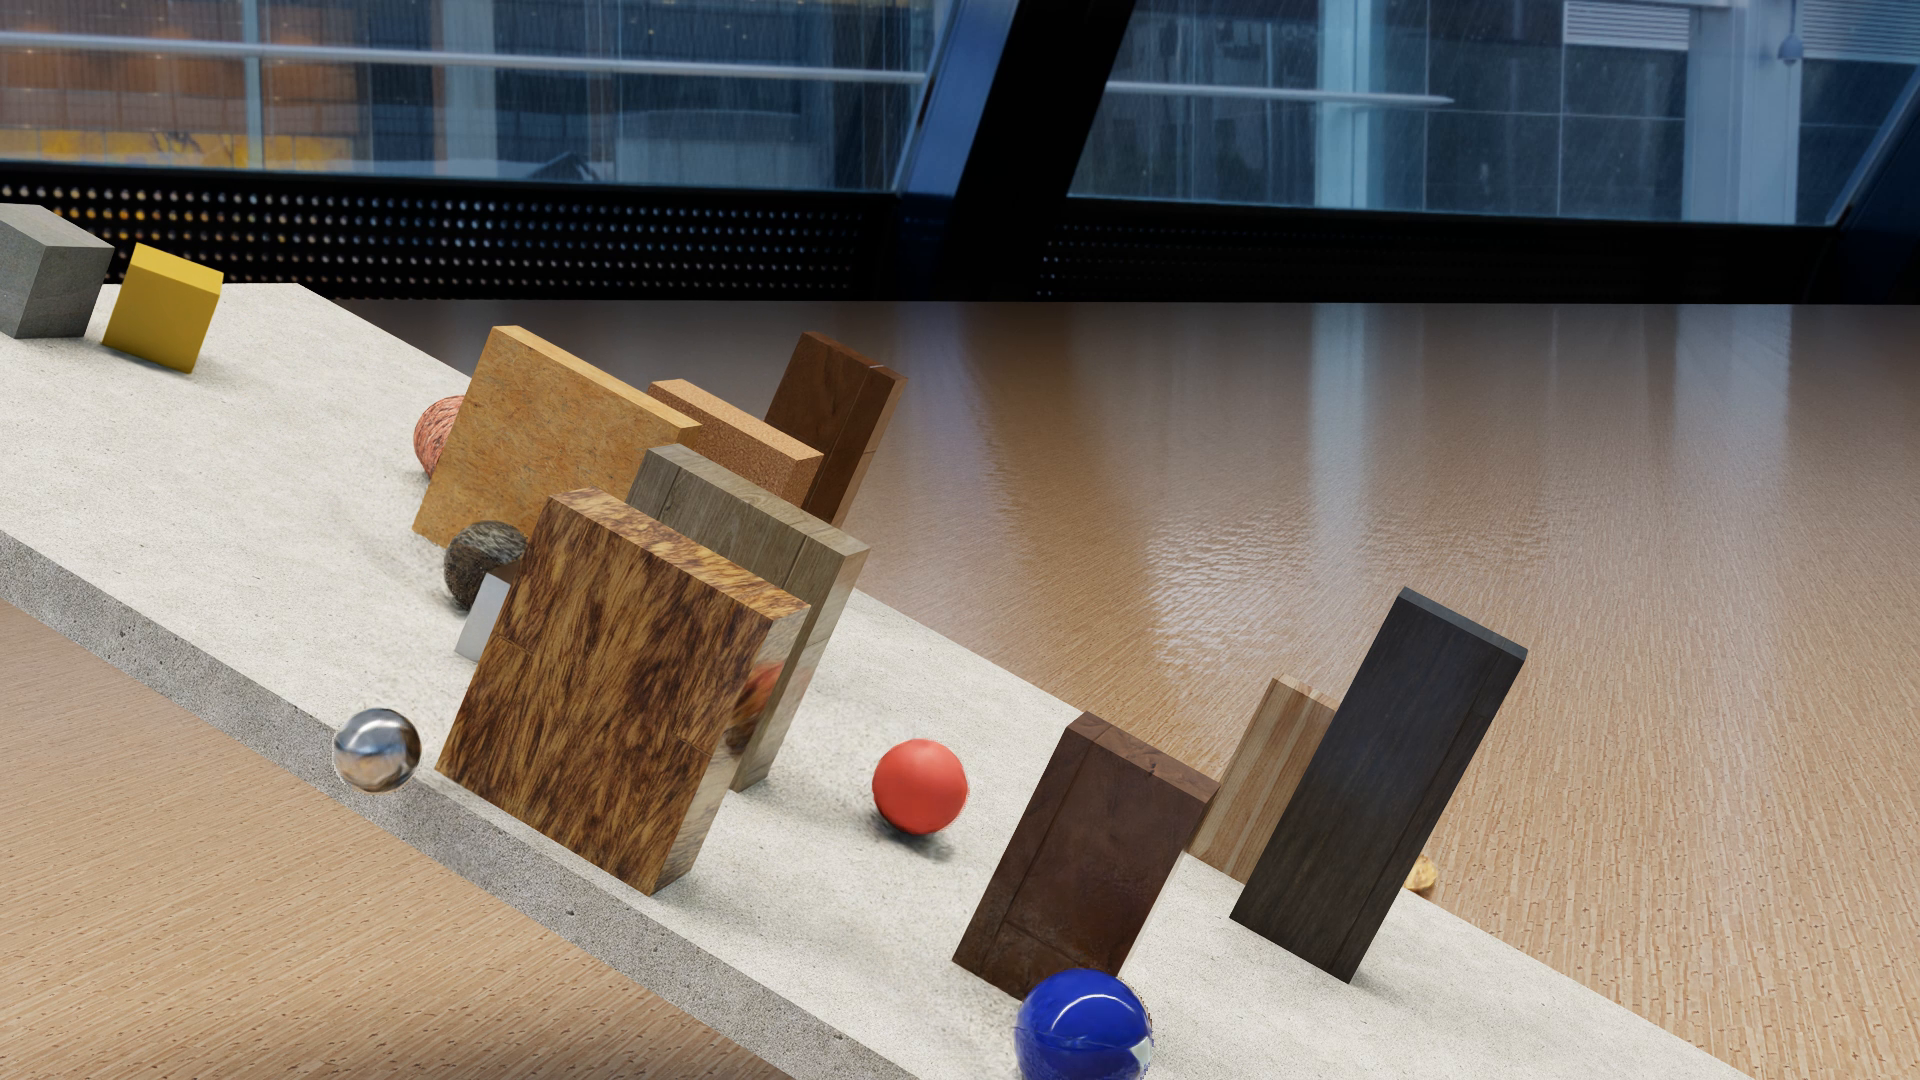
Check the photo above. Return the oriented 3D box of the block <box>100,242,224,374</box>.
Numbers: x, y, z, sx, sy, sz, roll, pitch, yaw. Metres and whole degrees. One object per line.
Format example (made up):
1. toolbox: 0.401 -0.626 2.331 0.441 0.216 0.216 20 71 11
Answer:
1. block: -1.646 -0.479 4.546 0.181 0.181 0.181 20 15 -22

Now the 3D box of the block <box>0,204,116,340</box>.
1. block: -1.848 -0.534 4.357 0.199 0.199 0.199 28 14 13

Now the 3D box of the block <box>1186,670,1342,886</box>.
1. block: 0.672 0.512 4.427 0.282 0.406 0.087 28 14 12

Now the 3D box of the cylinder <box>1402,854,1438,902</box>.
1. cylinder: 1.221 0.980 6.121 0.177 0.177 0.177 6 31 -4

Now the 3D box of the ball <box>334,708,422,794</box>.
1. ball: -0.843 0.304 3.182 0.124 0.124 0.124 0 7 0

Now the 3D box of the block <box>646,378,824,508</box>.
1. block: -0.527 -0.055 4.413 0.340 0.422 0.149 28 14 12

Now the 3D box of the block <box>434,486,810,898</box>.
1. block: -0.508 0.222 3.300 0.390 0.468 0.150 28 14 12

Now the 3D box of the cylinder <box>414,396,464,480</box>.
1. cylinder: -1.009 -0.177 4.522 0.187 0.187 0.187 -3 26 -26

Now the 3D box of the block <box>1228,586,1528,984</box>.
1. block: 0.791 0.465 4.172 0.256 0.707 0.131 28 14 12

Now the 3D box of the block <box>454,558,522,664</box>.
1. block: -0.753 0.146 3.827 0.155 0.155 0.155 27 14 7

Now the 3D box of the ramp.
1. ramp: -0.256 0.434 4.166 4.000 0.100 2.000 28 14 12

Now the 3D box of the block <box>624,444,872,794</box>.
1. block: -0.434 0.131 3.792 0.394 0.460 0.129 28 14 12

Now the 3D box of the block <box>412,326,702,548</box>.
1. block: -0.772 -0.119 4.194 0.425 0.434 0.098 28 14 12

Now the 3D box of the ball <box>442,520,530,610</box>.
1. ball: -0.852 0.049 3.989 0.168 0.168 0.168 0 7 0

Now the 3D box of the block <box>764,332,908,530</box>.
1. block: -0.343 -0.185 5.012 0.245 0.523 0.090 28 14 12

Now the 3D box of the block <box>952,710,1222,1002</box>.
1. block: 0.199 0.527 3.481 0.244 0.432 0.133 28 14 12

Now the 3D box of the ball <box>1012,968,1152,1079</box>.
1. ball: 0.178 0.724 3.194 0.201 0.201 0.201 0 7 0

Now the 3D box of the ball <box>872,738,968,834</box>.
1. ball: -0.071 0.438 3.903 0.169 0.169 0.169 0 7 0
